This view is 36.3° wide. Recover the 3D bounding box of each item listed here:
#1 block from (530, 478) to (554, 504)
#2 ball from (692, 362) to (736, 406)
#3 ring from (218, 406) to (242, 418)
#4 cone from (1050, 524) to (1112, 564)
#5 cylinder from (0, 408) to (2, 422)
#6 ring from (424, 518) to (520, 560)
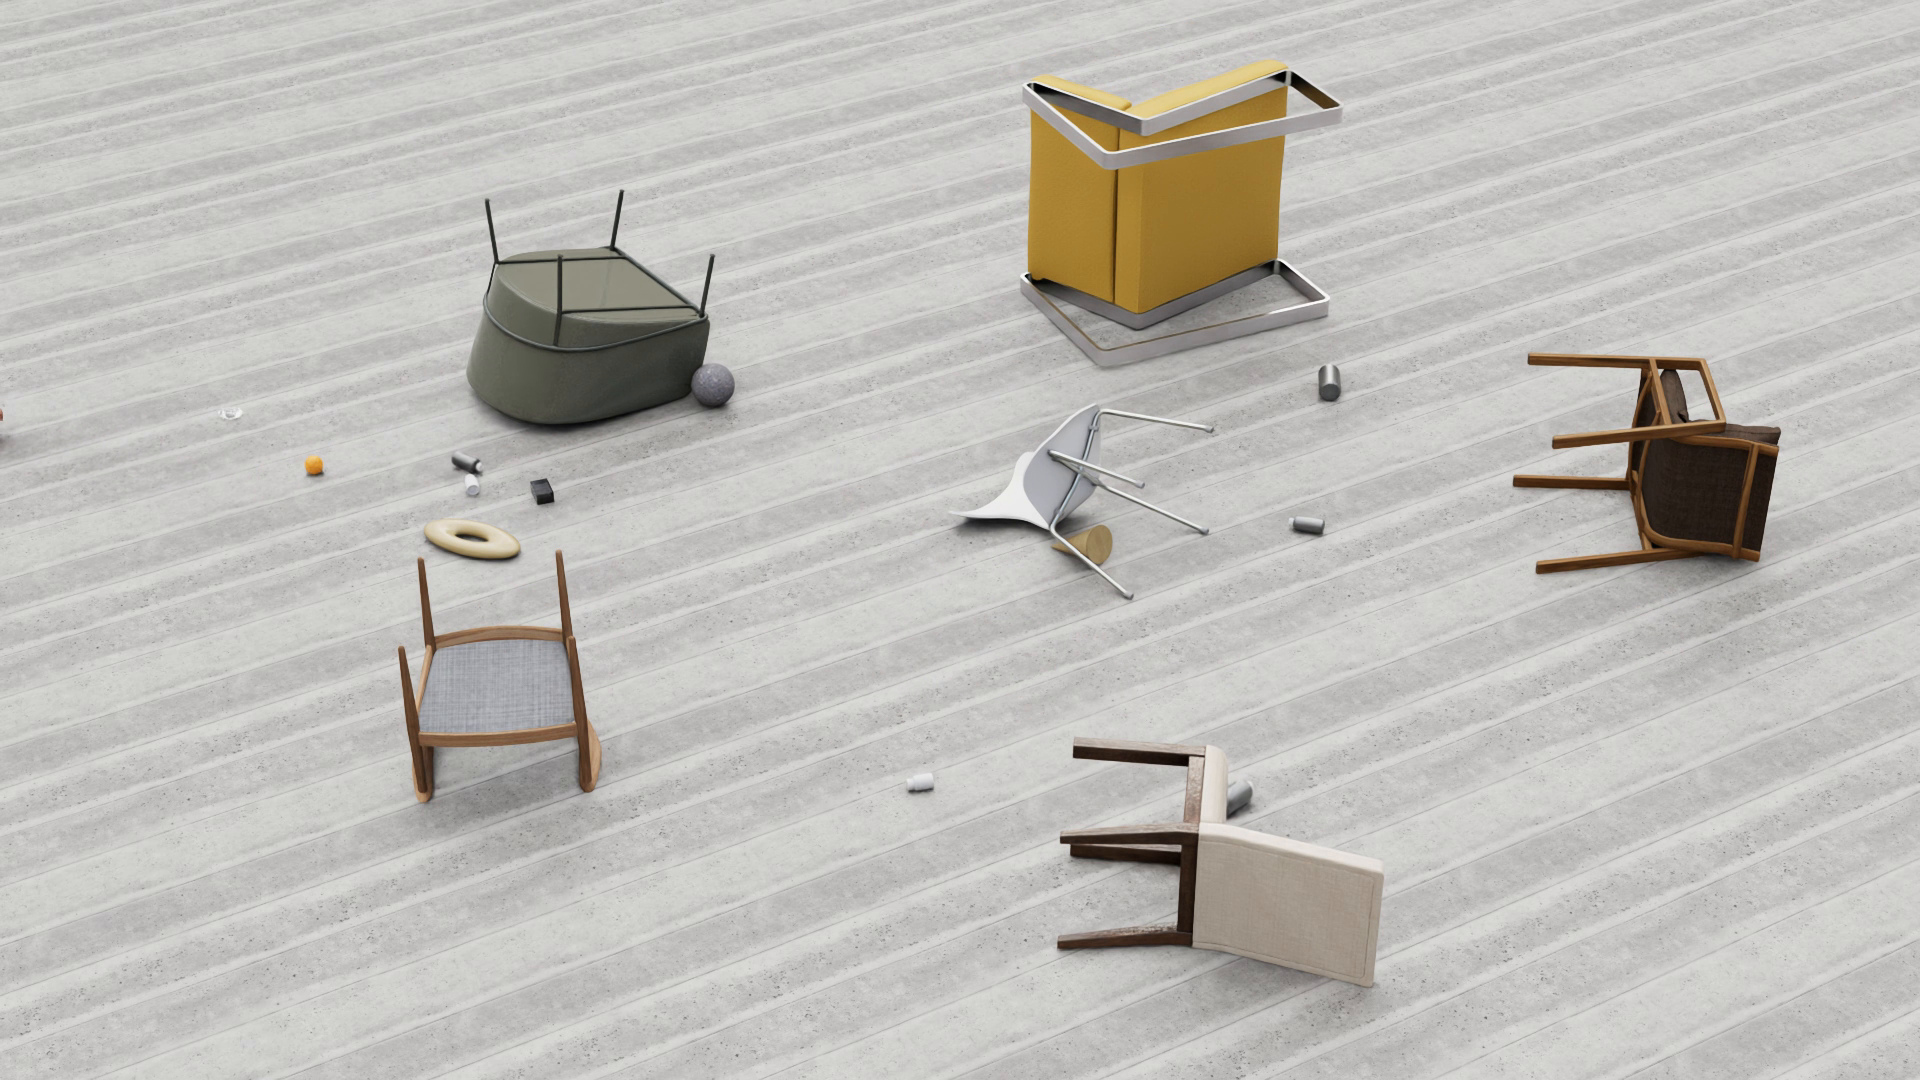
[{"bbox_3d":[-1.594,-0.184,11.183,0.066,0.045,0.105,-12,35,-17],"label":"block"},{"bbox_3d":[-0.987,-0.621,11.727,0.175,0.175,0.175,0,33,0],"label":"ball"},{"bbox_3d":[-2.910,-0.508,11.694,0.096,0.024,0.071,3,34,7],"label":"ring"},{"bbox_3d":[0.423,0.020,10.851,0.215,0.140,0.204,-3,12,31],"label":"cone"},{"bbox_3d":[-3.879,-0.466,11.489,0.172,0.181,0.185,29,36,-2],"label":"cylinder"},{"bbox_3d":[-1.816,-0.005,10.905,0.412,0.053,0.193,14,35,21],"label":"ring"}]
